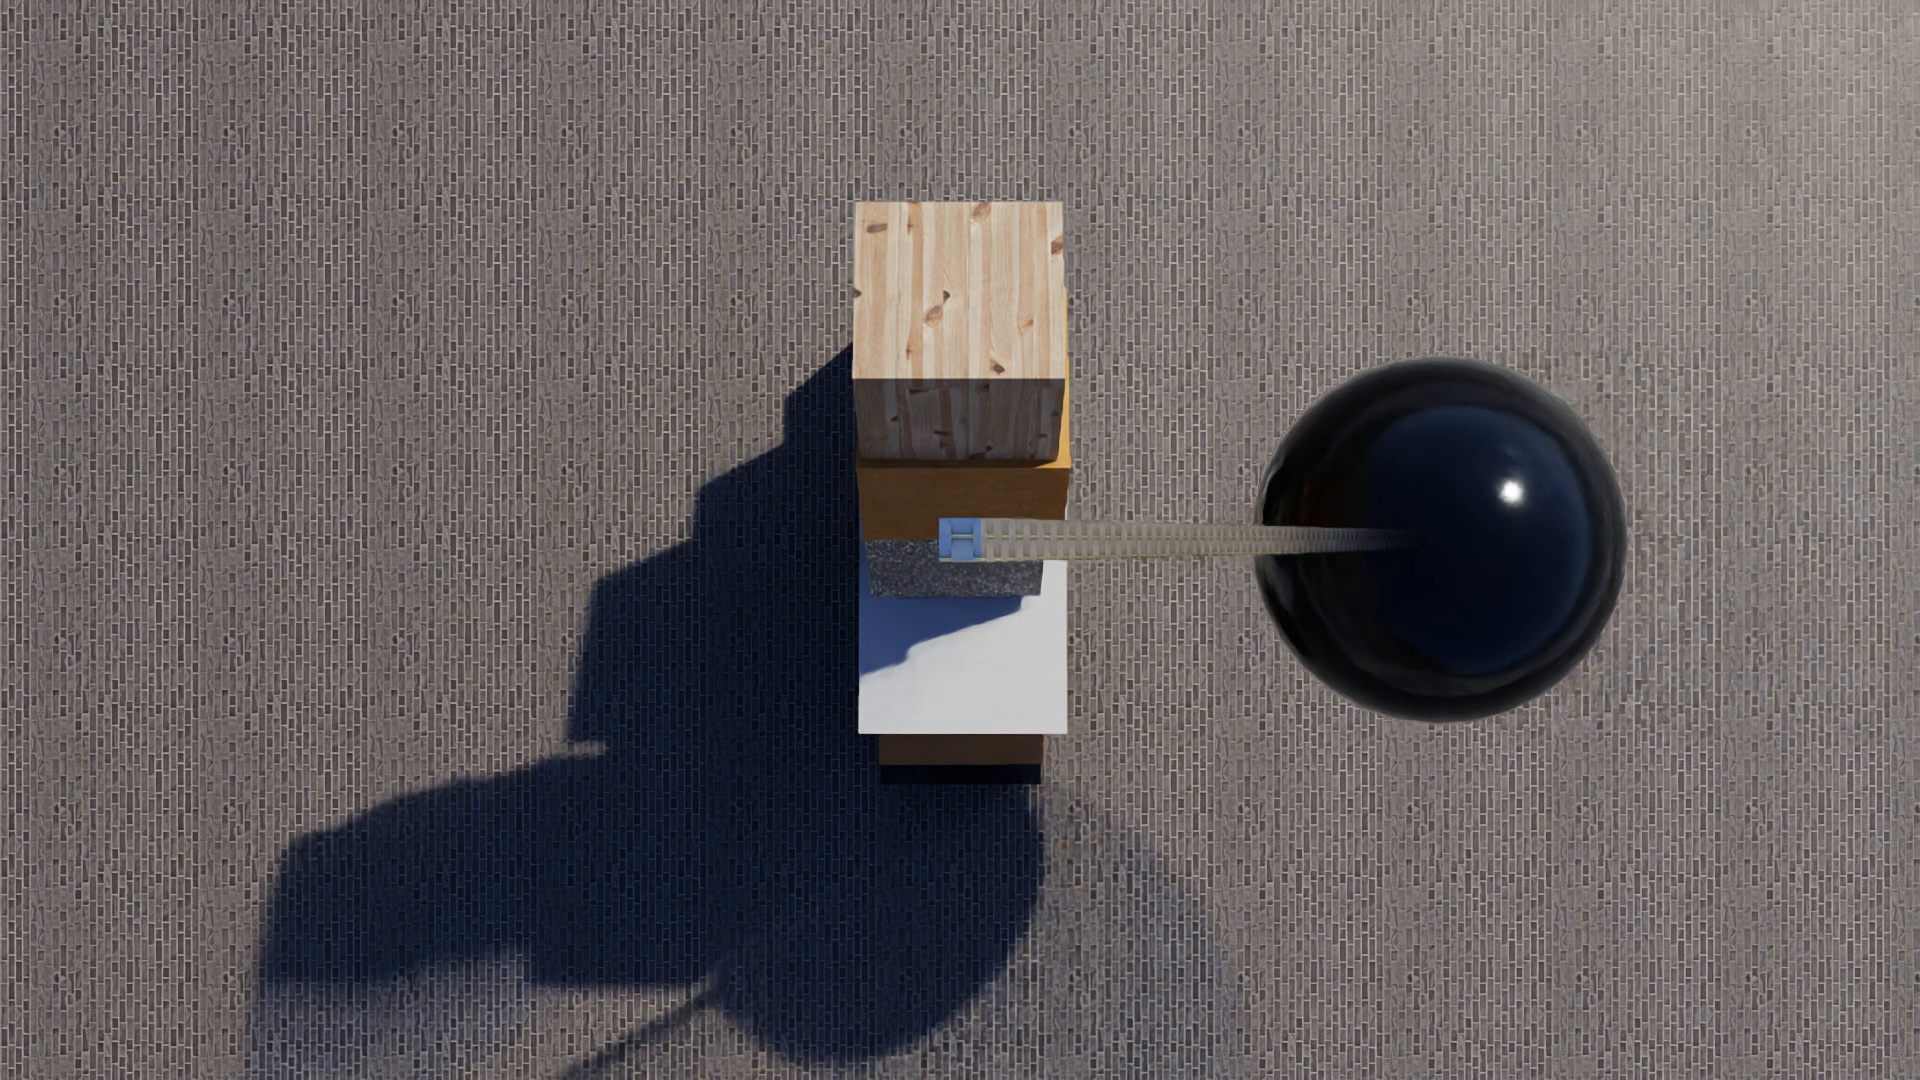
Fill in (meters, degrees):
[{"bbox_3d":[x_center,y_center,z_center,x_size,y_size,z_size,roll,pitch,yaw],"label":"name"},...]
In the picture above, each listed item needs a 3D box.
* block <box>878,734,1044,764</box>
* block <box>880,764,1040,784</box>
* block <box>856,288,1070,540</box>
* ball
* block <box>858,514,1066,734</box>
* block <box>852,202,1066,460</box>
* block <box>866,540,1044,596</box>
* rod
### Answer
[{"bbox_3d":[0.007,0.736,11.608,0.839,0.851,0.789,0,92,0],"label":"block"},{"bbox_3d":[0.003,0.913,12.573,0.883,0.854,0.875,0,90,0],"label":"block"},{"bbox_3d":[0.012,-0.510,9.115,0.840,0.775,0.793,0,69,0],"label":"block"},{"bbox_3d":[2.074,0.000,9.570,1.600,1.600,1.600,0,90,0],"label":"ball"},{"bbox_3d":[0.014,0.404,10.707,0.967,0.914,1.069,0,85,0],"label":"block"},{"bbox_3d":[-0.003,-0.784,8.405,0.770,0.748,0.725,0,69,0],"label":"block"},{"bbox_3d":[-0.019,-0.218,9.866,0.778,0.836,0.694,0,69,0],"label":"block"},{"bbox_3d":[0.899,0.000,6.380,0.080,5.200,0.080,0,90,20],"label":"rod"}]
